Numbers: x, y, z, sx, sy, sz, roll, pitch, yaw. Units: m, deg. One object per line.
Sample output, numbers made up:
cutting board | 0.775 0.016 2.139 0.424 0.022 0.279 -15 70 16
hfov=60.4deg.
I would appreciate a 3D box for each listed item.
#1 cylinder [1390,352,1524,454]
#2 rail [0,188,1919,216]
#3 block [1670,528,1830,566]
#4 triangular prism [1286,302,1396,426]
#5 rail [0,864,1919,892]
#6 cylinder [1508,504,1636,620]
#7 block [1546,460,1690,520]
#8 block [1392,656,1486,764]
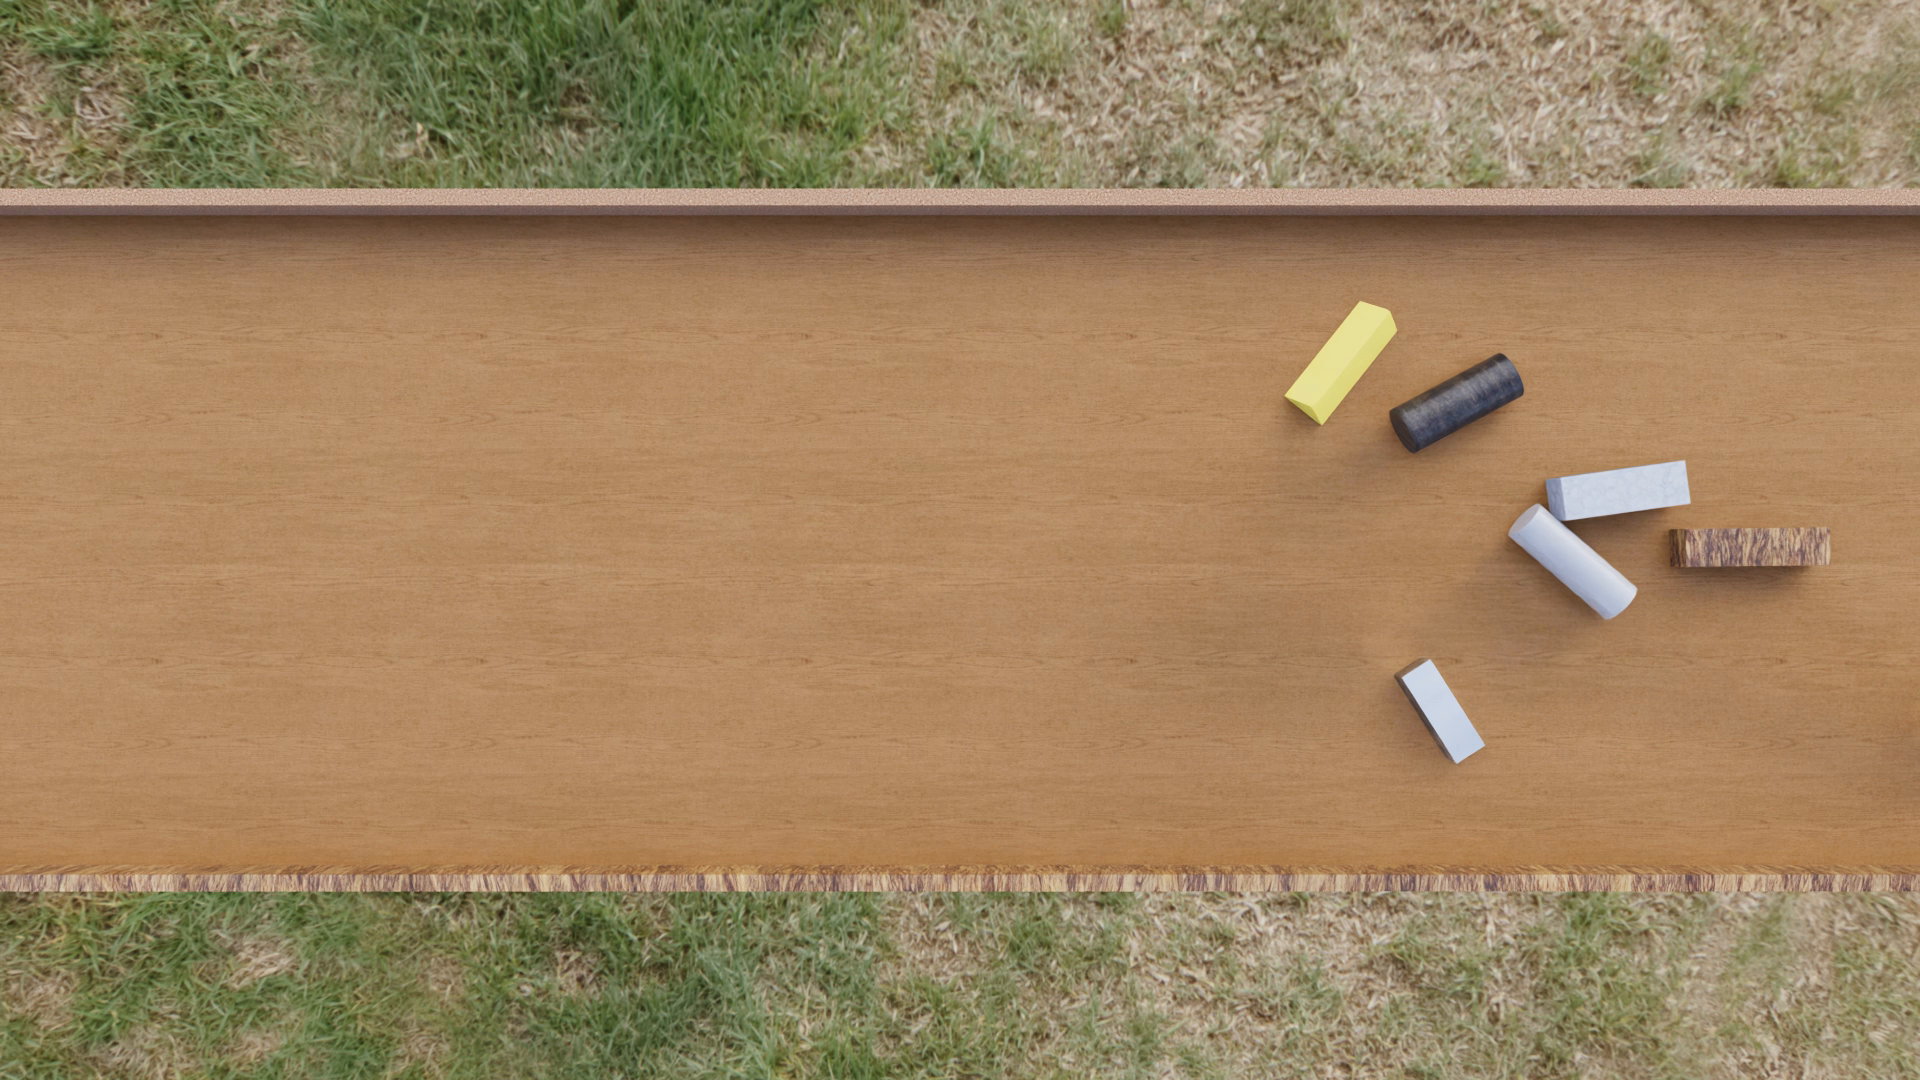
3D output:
cylinder | 1.504 -0.415 5.002 0.368 0.150 0.150 -28 90 0
rail | -2.247 -1.025 5.002 12.000 0.150 0.050 0 90 0
block | 2.402 0.021 5.020 0.434 0.114 0.114 -1 90 0
triangular prism | 1.171 -0.543 5.011 0.144 0.125 0.372 39 90 0
rail | -2.247 1.025 5.001 12.000 0.150 0.050 0 90 0
cylinder | 1.860 0.065 5.010 0.387 0.132 0.132 41 90 0
block | 1.996 -0.148 5.012 0.376 0.130 0.130 -8 90 0
block | 1.458 0.517 5.025 0.103 0.103 0.308 -32 90 0
